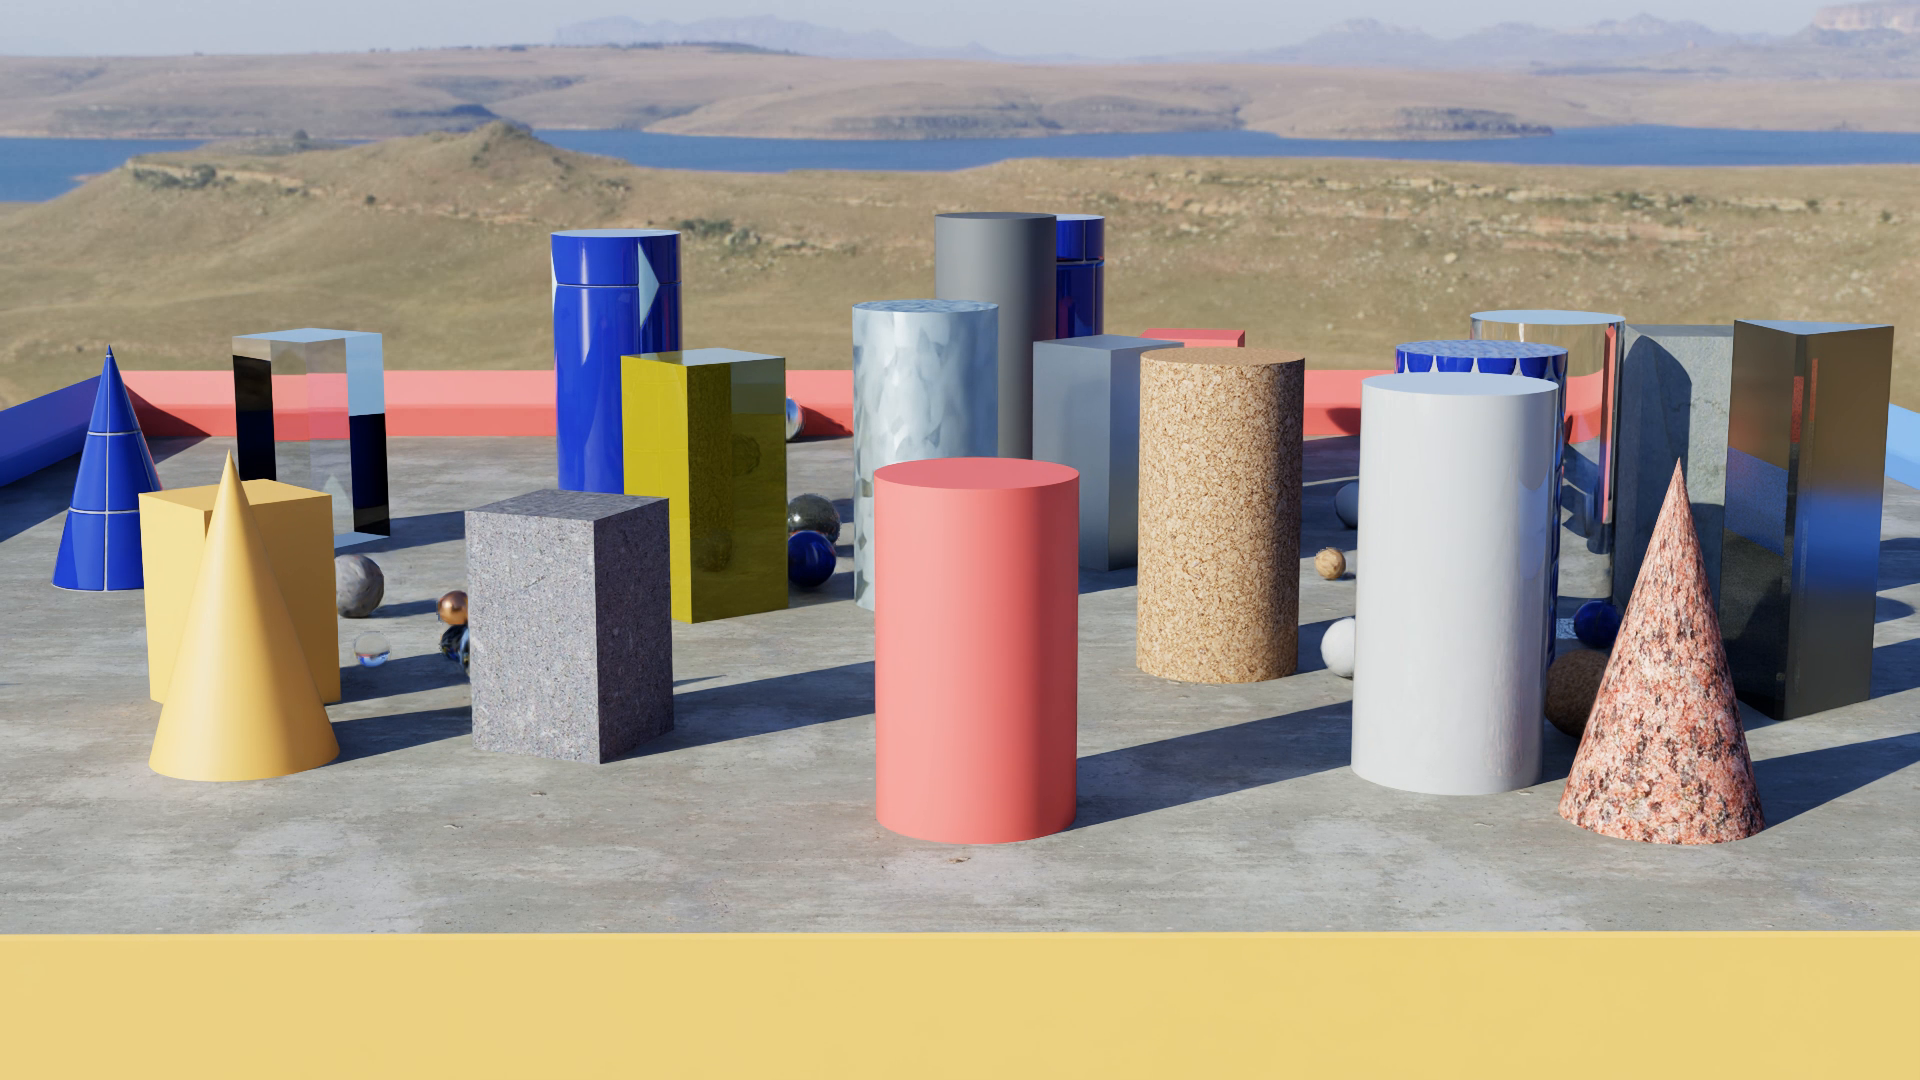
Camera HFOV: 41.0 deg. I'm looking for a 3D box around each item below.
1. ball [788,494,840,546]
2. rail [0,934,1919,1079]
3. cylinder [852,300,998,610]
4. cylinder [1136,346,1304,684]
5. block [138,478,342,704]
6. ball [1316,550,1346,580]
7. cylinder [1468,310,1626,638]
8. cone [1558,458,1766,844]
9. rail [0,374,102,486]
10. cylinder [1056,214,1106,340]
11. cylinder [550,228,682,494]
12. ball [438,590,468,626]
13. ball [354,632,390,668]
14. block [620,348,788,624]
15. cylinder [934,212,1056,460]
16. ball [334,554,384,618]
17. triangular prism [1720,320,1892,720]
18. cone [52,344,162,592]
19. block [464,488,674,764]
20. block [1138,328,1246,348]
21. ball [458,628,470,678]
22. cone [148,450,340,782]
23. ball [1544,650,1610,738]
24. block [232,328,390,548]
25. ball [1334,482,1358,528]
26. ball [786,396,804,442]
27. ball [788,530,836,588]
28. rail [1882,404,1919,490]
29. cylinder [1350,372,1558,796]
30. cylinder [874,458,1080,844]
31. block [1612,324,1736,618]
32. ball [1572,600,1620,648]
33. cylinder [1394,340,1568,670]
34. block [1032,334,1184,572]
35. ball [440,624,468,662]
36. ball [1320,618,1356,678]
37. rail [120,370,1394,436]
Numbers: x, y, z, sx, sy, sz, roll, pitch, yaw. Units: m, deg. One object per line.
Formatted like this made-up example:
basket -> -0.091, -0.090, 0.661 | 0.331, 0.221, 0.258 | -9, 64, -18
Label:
ball -> -0.225, -0.022, 3.848 | 0.093, 0.093, 0.093 | 0, 10, 0
rail -> 0.010, 0.334, 1.822 | 3.346, 0.128, 0.045 | 0, 10, 0
cylinder -> -0.047, -0.116, 3.498 | 0.197, 0.406, 0.197 | 0, 10, 0
cylinder -> 0.316, -0.034, 3.122 | 0.197, 0.382, 0.197 | 0, 10, 0
block -> -0.830, 0.067, 2.960 | 0.158, 0.242, 0.158 | -10, 14, -42
ball -> 0.531, 0.035, 3.676 | 0.044, 0.044, 0.044 | 0, 10, 0
cylinder -> 0.760, -0.090, 3.359 | 0.197, 0.405, 0.197 | 0, 10, 0
cone -> 0.690, 0.095, 2.492 | 0.197, 0.356, 0.197 | 0, 10, 0
rail -> -1.649, 0.035, 3.439 | 0.045, 0.128, 3.356 | 0, 10, 0
cylinder -> 0.152, -0.328, 4.475 | 0.197, 0.467, 0.197 | 0, 10, 0
cylinder -> -0.524, -0.235, 3.954 | 0.197, 0.474, 0.197 | 0, 10, 0
ball -> -0.662, 0.090, 3.372 | 0.047, 0.047, 0.047 | 0, 10, 0
ball -> -0.721, 0.134, 3.141 | 0.043, 0.043, 0.043 | 0, 10, 0
block -> -0.344, -0.077, 3.464 | 0.158, 0.342, 0.158 | -9, 14, -39
cylinder -> 0.058, -0.285, 4.190 | 0.197, 0.486, 0.197 | 0, 10, 0
ball -> -0.811, 0.061, 3.422 | 0.086, 0.086, 0.086 | 0, 10, 0
triangular prism -> 0.945, -0.031, 2.956 | 0.171, 0.435, 0.148 | -8, 13, -36
cone -> -1.203, -0.111, 3.658 | 0.197, 0.338, 0.197 | 0, 10, 0
block -> -0.421, 0.090, 2.784 | 0.158, 0.261, 0.158 | 4, 11, 23
block -> 0.374, -0.184, 4.156 | 0.158, 0.300, 0.158 | 2, 11, 10
ball -> -0.547, 0.132, 3.030 | 0.089, 0.089, 0.089 | 0, 10, 0
cone -> -0.763, 0.068, 2.709 | 0.197, 0.331, 0.197 | 0, 10, 0
ball -> 0.684, 0.169, 2.806 | 0.097, 0.097, 0.097 | 0, 10, 0
block -> -1.000, -0.158, 3.960 | 0.158, 0.319, 0.158 | 7, 12, 32
ball -> 0.633, -0.056, 4.089 | 0.073, 0.073, 0.073 | 0, 10, 0
ball -> -0.351, -0.237, 5.013 | 0.091, 0.091, 0.091 | 0, 10, 0
ball -> -0.215, 0.027, 3.621 | 0.080, 0.080, 0.080 | 0, 10, 0
rail -> 1.649, 0.031, 3.458 | 0.045, 0.128, 3.356 | 0, 10, 0
cylinder -> 0.509, 0.040, 2.652 | 0.197, 0.406, 0.197 | 0, 10, 0
cylinder -> 0.016, 0.103, 2.495 | 0.197, 0.340, 0.197 | 0, 10, 0
block -> 0.984, -0.096, 3.469 | 0.158, 0.376, 0.158 | 1, 11, 5
ball -> 0.806, 0.106, 3.249 | 0.059, 0.059, 0.059 | 0, 10, 0
cylinder -> 0.605, -0.025, 3.015 | 0.197, 0.402, 0.197 | 0, 10, 0
block -> 0.220, -0.134, 3.817 | 0.158, 0.324, 0.158 | -10, 14, -42
ball -> -0.618, 0.128, 3.169 | 0.046, 0.046, 0.046 | 0, 10, 0
ball -> 0.470, 0.130, 3.085 | 0.072, 0.072, 0.072 | 0, 10, 0
rail -> -0.010, -0.268, 5.075 | 3.346, 0.128, 0.045 | 0, 10, 0
